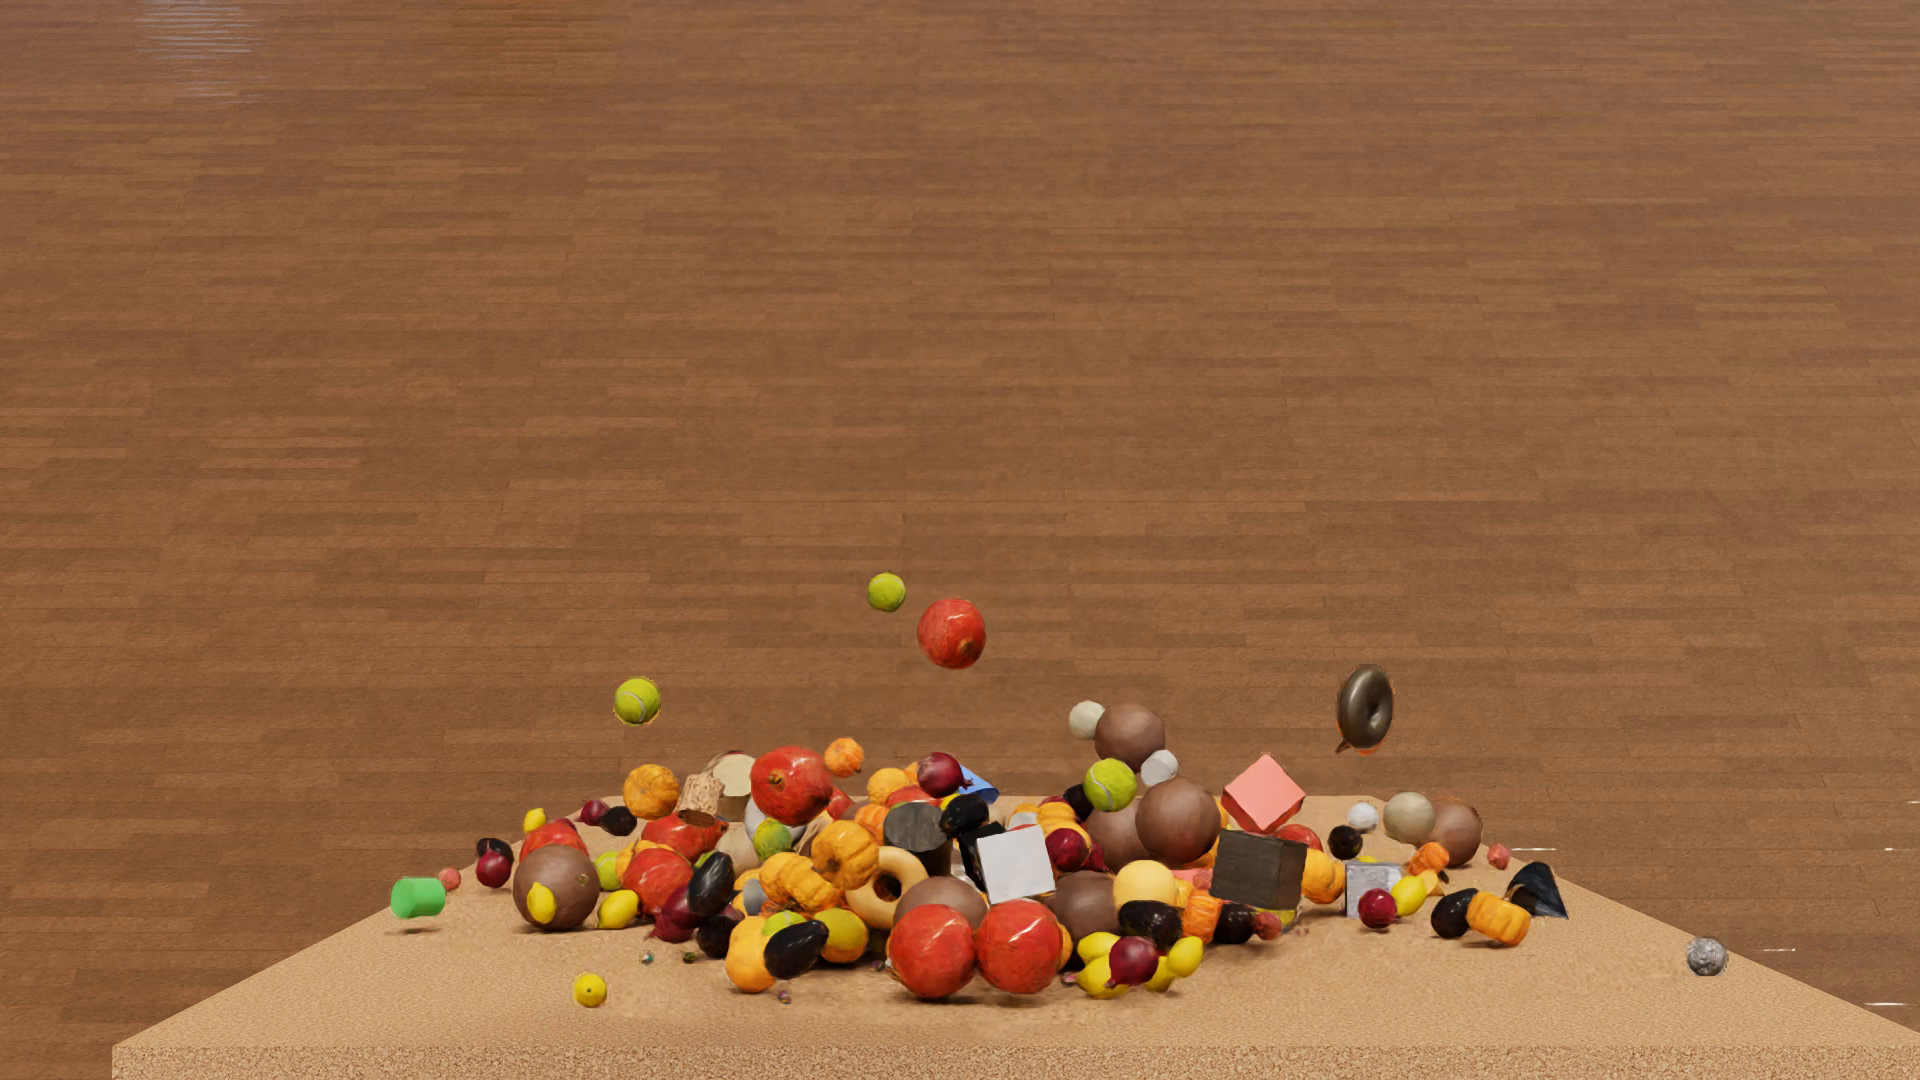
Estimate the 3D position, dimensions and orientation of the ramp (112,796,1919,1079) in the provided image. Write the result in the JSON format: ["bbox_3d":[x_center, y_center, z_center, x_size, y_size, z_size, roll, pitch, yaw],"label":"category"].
[{"bbox_3d":[0.077,0.661,4.825,2.000,0.100,4.000,0,-2,0],"label":"ramp"}]

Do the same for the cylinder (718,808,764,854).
[{"bbox_3d":[-0.330,0.437,3.905,0.063,0.063,0.063,5,34,-8],"label":"cylinder"}]

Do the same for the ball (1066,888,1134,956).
[{"bbox_3d":[0.175,0.479,3.255,0.086,0.086,0.086,0,35,0],"label":"ball"}]

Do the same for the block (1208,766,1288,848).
[{"bbox_3d":[0.459,0.431,4.148,0.094,0.094,0.094,-5,46,-12],"label":"block"}]

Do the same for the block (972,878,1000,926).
[{"bbox_3d":[0.009,0.478,3.597,0.065,0.065,0.065,26,61,26],"label":"block"}]

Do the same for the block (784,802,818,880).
[{"bbox_3d":[-0.270,0.529,4.563,0.083,0.083,0.083,31,12,-19],"label":"block"}]

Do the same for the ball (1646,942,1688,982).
[{"bbox_3d":[0.905,0.541,3.326,0.050,0.050,0.050,0,35,0],"label":"ball"}]

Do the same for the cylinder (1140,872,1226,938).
[{"bbox_3d":[0.326,0.529,3.761,0.092,0.092,0.092,8,29,-28],"label":"cylinder"}]

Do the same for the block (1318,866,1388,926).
[{"bbox_3d":[0.599,0.545,3.970,0.082,0.082,0.082,0,-2,-12],"label":"block"}]

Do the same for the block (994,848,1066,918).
[{"bbox_3d":[0.091,0.443,3.365,0.060,0.060,0.060,3,37,33],"label":"block"}]

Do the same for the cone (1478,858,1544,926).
[{"bbox_3d":[0.854,0.551,3.947,0.095,0.095,0.095,-30,70,-36],"label":"cone"}]

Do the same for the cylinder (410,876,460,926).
[{"bbox_3d":[-0.763,0.526,3.774,0.057,0.057,0.057,20,35,-7],"label":"cylinder"}]

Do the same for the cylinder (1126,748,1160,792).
[{"bbox_3d":[0.308,0.389,4.382,0.055,0.055,0.055,5,52,7],"label":"cylinder"}]

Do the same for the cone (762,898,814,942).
[{"bbox_3d":[-0.231,0.523,3.647,0.067,0.067,0.067,-26,27,24],"label":"cone"}]

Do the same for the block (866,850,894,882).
[{"bbox_3d":[-0.128,0.576,4.558,0.055,0.055,0.055,1,-2,-39],"label":"block"}]

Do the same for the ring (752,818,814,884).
[{"bbox_3d":[-0.268,0.470,3.921,0.112,0.037,0.112,-31,33,23],"label":"ring"}]

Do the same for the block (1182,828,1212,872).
[{"bbox_3d":[0.450,0.571,4.776,0.077,0.077,0.077,0,-2,0],"label":"block"}]

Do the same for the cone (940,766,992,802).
[{"bbox_3d":[0.003,0.474,4.903,0.090,0.090,0.090,-3,34,-19],"label":"cone"}]

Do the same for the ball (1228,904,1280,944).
[{"bbox_3d":[0.419,0.540,3.715,0.075,0.075,0.075,0,35,0],"label":"ball"}]

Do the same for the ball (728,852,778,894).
[{"bbox_3d":[-0.343,0.551,4.402,0.096,0.096,0.096,0,35,0],"label":"ball"}]

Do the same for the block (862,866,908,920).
[{"bbox_3d":[-0.089,0.473,3.497,0.052,0.052,0.052,-7,61,-39],"label":"block"}]

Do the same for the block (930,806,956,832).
[{"bbox_3d":[-0.005,0.567,5.009,0.099,0.099,0.099,0,-2,5],"label":"block"}]

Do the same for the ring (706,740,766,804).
[{"bbox_3d":[-0.411,0.435,4.817,0.141,0.141,0.047,20,39,26],"label":"ring"}]

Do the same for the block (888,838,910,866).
[{"bbox_3d":[-0.051,0.523,4.081,0.086,0.086,0.086,-12,25,20],"label":"block"}]

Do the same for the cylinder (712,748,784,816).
[{"bbox_3d":[-0.381,0.439,4.685,0.093,0.093,0.093,-25,45,27],"label":"cylinder"}]

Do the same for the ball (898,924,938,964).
[{"bbox_3d":[-0.053,0.519,3.337,0.051,0.051,0.051,0,35,0],"label":"ball"}]

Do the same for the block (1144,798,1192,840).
[{"bbox_3d":[0.439,0.591,5.489,0.080,0.080,0.080,-1,-2,21],"label":"block"}]

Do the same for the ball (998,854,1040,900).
[{"bbox_3d":[0.086,0.505,3.897,0.070,0.070,0.070,0,35,0],"label":"ball"}]

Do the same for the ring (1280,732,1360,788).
[{"bbox_3d":[0.524,0.320,3.781,0.129,0.043,0.129,28,0,0],"label":"ring"}]

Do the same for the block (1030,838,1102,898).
[{"bbox_3d":[0.180,0.553,4.383,0.090,0.090,0.090,-1,-2,28],"label":"block"}]

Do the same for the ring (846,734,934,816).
[{"bbox_3d":[-0.088,0.299,3.309,0.117,0.039,0.117,10,52,-14],"label":"ring"}]

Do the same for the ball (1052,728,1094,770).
[{"bbox_3d":[0.221,0.408,5.066,0.081,0.081,0.081,0,35,0],"label":"ball"}]

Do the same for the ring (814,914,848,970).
[{"bbox_3d":[-0.171,0.533,3.447,0.025,0.075,0.075,6,34,25],"label":"ring"}]

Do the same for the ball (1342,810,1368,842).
[{"bbox_3d":[0.833,0.596,5.423,0.067,0.067,0.067,0,35,0],"label":"ball"}]

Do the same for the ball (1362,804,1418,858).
[{"bbox_3d":[0.712,0.480,4.297,0.090,0.090,0.090,0,35,0],"label":"ball"}]

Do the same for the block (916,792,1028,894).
[{"bbox_3d":[0.016,0.375,3.208,0.083,0.083,0.083,-42,93,-27],"label":"block"}]

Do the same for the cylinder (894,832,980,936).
[{"bbox_3d":[-0.031,0.451,3.411,0.096,0.096,0.096,-9,34,6],"label":"cylinder"}]

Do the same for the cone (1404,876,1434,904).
[{"bbox_3d":[0.760,0.583,4.264,0.050,0.050,0.050,-14,56,21],"label":"cone"}]

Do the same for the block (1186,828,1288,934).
[{"bbox_3d":[0.369,0.453,3.454,0.093,0.093,0.093,17,70,23],"label":"block"}]

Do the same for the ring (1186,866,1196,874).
[{"bbox_3d":[0.448,0.583,4.501,0.115,0.038,0.115,-1,-1,0],"label":"ring"}]
